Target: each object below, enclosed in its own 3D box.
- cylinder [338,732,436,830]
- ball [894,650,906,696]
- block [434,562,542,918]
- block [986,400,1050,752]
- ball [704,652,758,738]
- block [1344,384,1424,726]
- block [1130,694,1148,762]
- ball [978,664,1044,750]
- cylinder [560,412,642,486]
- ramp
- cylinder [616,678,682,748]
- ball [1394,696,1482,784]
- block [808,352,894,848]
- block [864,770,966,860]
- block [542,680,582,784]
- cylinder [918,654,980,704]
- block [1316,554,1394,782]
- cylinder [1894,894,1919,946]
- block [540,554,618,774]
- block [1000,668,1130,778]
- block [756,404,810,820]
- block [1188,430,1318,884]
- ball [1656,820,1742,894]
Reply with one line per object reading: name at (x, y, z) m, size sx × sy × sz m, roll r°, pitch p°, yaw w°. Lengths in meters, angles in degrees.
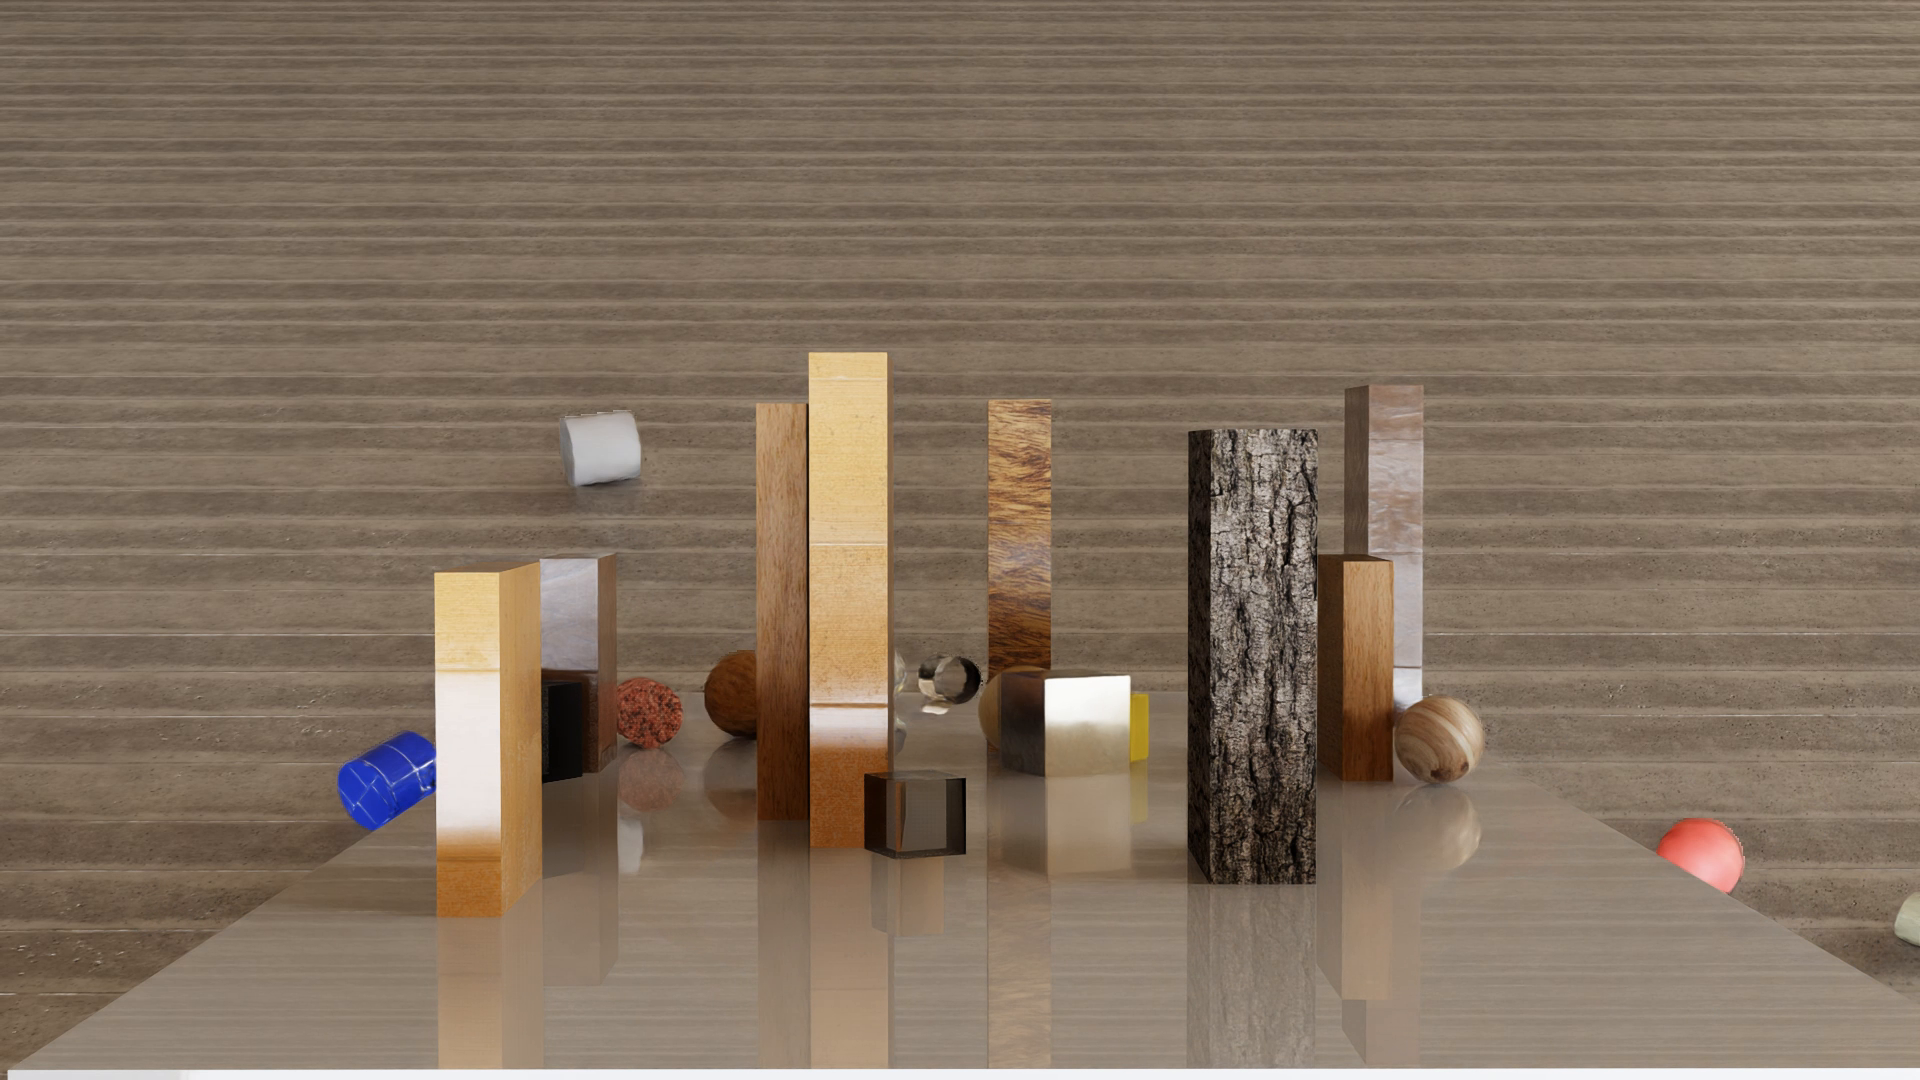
cylinder at (-1.351, 0.574, 6.136) m, size 0.179 × 0.179 × 0.179 m, roll 15°, pitch 28°, yaw 30°
ball at (-0.205, 0.323, 6.232) m, size 0.148 × 0.148 × 0.148 m, roll 0°, pitch 24°, yaw 0°
block at (-0.644, 0.263, 3.541) m, size 0.084 × 0.453 × 0.336 m, roll 0°, pitch 2°, yaw 0°
block at (0.121, 0.067, 5.388) m, size 0.126 × 0.715 × 0.337 m, roll 0°, pitch 2°, yaw 0°
ball at (-0.456, 0.331, 5.502) m, size 0.182 × 0.182 × 0.182 m, roll 0°, pitch 24°, yaw 0°
block at (0.963, 0.030, 5.878) m, size 0.120 × 0.756 × 0.357 m, roll 0°, pitch 2°, yaw 0°
block at (0.293, 0.372, 5.118) m, size 0.125 × 0.125 × 0.125 m, roll 1°, pitch 2°, yaw 25°
ball at (0.130, 0.341, 5.136) m, size 0.185 × 0.185 × 0.185 m, roll 0°, pitch 24°, yaw 0°
cylinder at (-1.115, -0.282, 7.990) m, size 0.207 × 0.207 × 0.207 m, roll -8°, pitch 26°, yaw -18°
ramp at (0.056, 0.504, 4.549) m, size 2.000 × 0.100 × 4.000 m, roll 0°, pitch 2°, yaw 0°
cylinder at (-0.658, 0.359, 5.387) m, size 0.134 × 0.134 × 0.134 m, roll -8°, pitch 4°, yaw -17°
ball at (0.878, 0.368, 4.726) m, size 0.160 × 0.160 × 0.160 m, roll 0°, pitch 24°, yaw 0°
block at (-0.172, 0.087, 4.158) m, size 0.120 × 0.762 × 0.391 m, roll 0°, pitch 2°, yaw 0°
block at (-0.069, 0.417, 3.930) m, size 0.117 × 0.117 × 0.117 m, roll -1°, pitch 2°, yaw -26°
block at (-0.831, 0.357, 4.809) m, size 0.178 × 0.178 × 0.178 m, roll 1°, pitch 2°, yaw 31°
cylinder at (-0.027, 0.338, 6.270) m, size 0.112 × 0.112 × 0.112 m, roll -14°, pitch 8°, yaw -28°
block at (0.754, 0.237, 4.929) m, size 0.093 × 0.407 × 0.340 m, roll 0°, pitch 2°, yaw 0°
cylinder at (2.120, 0.842, 5.633) m, size 0.105 × 0.105 × 0.105 m, roll -21°, pitch 31°, yaw -38°
block at (-0.741, 0.235, 5.021) m, size 0.109 × 0.408 × 0.268 m, roll 0°, pitch 2°, yaw 0°
block at (0.201, 0.349, 4.949) m, size 0.183 × 0.183 × 0.183 m, roll -1°, pitch 2°, yaw -26°
block at (-0.295, 0.113, 4.448) m, size 0.082 × 0.690 × 0.388 m, roll 0°, pitch 2°, yaw 0°
block at (0.427, 0.159, 3.798) m, size 0.150 × 0.641 × 0.352 m, roll 0°, pitch 2°, yaw 0°
ball at (1.662, 0.723, 5.797) m, size 0.187 × 0.187 × 0.187 m, roll 0°, pitch 24°, yaw 0°
